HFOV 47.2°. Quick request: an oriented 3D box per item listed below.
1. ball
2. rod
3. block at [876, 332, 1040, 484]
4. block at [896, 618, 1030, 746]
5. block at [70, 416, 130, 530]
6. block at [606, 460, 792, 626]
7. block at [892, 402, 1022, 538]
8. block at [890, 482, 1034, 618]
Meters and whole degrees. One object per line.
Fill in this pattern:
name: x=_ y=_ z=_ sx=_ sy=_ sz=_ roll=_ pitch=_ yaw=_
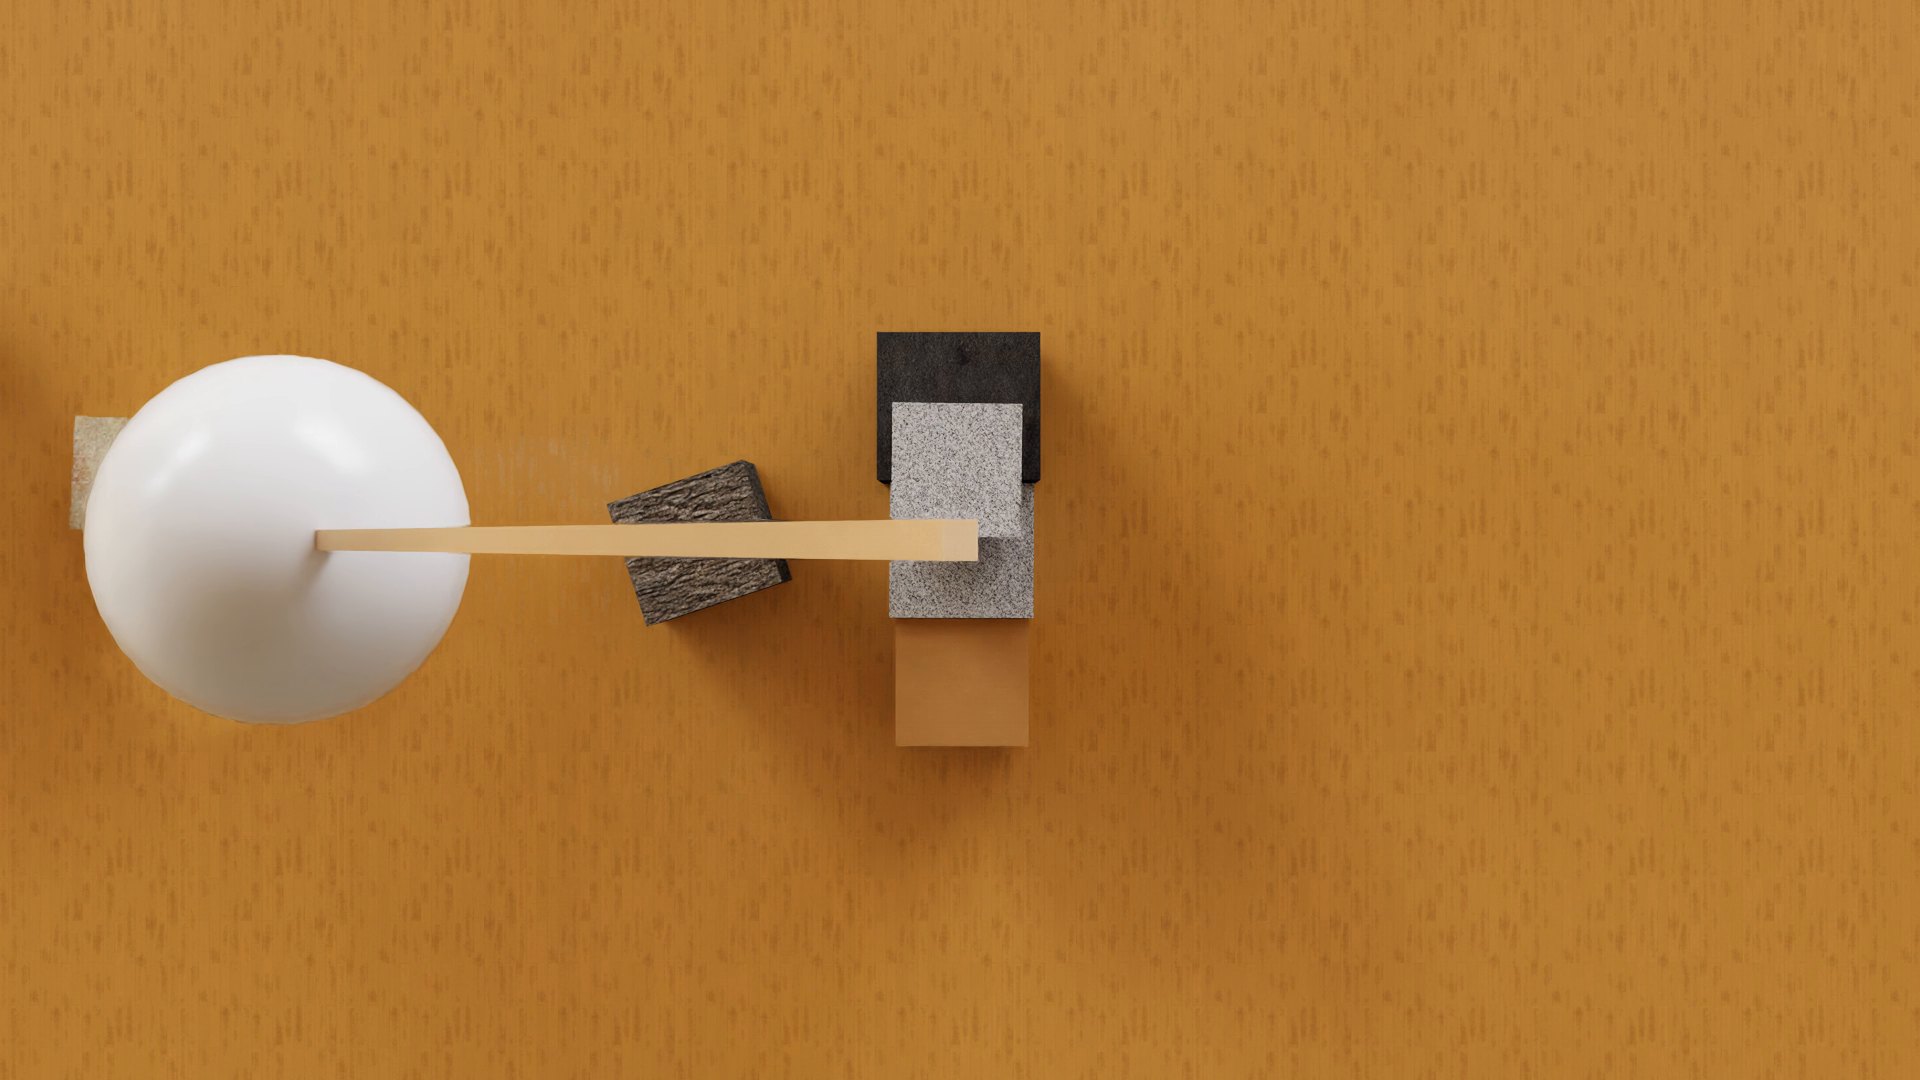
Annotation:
ball: x=-2.915 y=0.000 z=9.465 sx=1.600 sy=1.600 sz=1.600 roll=0 pitch=90 yaw=0
rod: x=-1.263 y=0.000 z=6.493 sx=0.080 sy=5.200 sz=0.080 roll=0 pitch=90 yaw=-29
block: x=-0.007 y=-0.740 z=12.567 sx=0.903 sy=0.867 sz=0.814 roll=0 pitch=90 yaw=0
block: x=0.013 y=0.792 z=12.625 sx=0.744 sy=0.751 sz=0.712 roll=0 pitch=90 yaw=0
block: x=-4.672 y=-0.363 z=12.699 sx=0.669 sy=0.602 sz=0.643 roll=3 pitch=90 yaw=0
block: x=-1.480 y=0.018 z=12.623 sx=0.795 sy=0.753 sz=0.719 roll=-18 pitch=90 yaw=0
block: x=-0.017 y=-0.366 z=11.814 sx=0.679 sy=0.639 sz=0.699 roll=1 pitch=90 yaw=0
block: x=0.009 y=0.057 z=12.598 sx=0.800 sy=0.804 sz=0.749 roll=0 pitch=90 yaw=0
